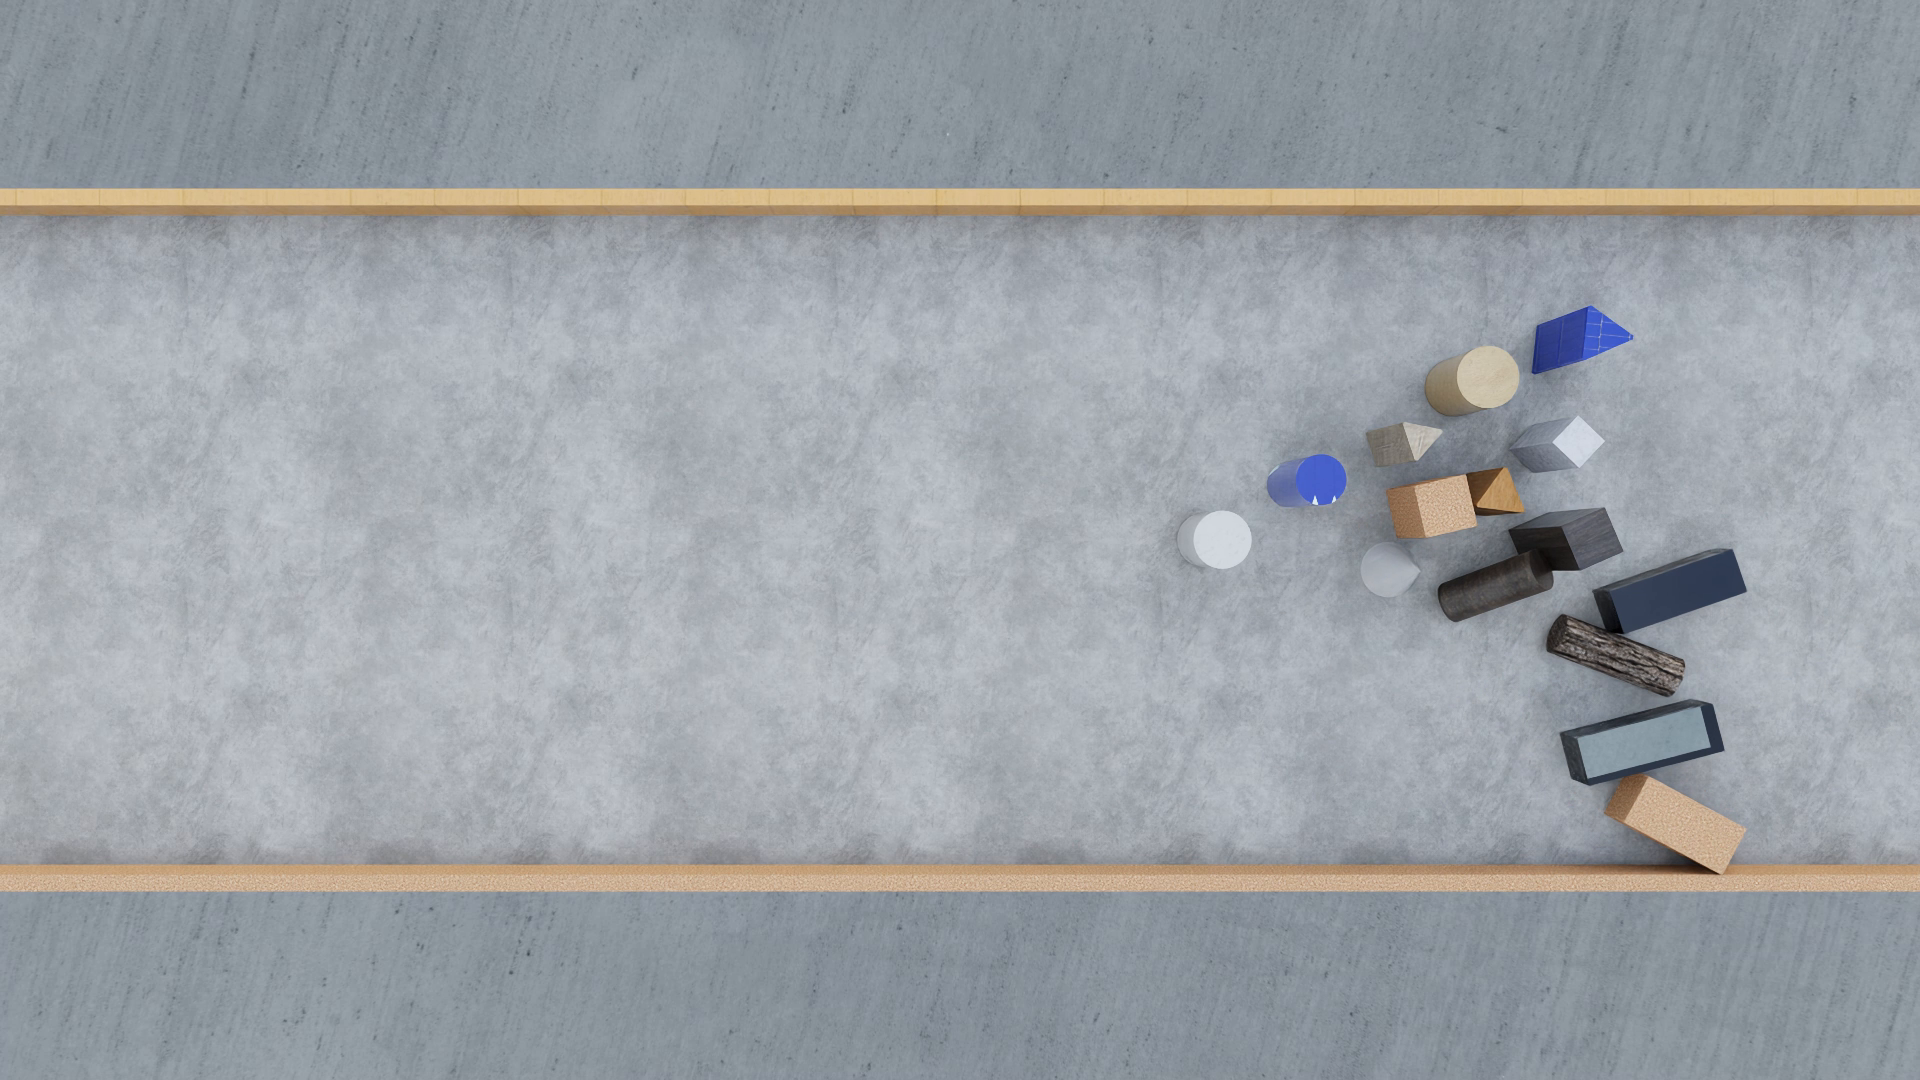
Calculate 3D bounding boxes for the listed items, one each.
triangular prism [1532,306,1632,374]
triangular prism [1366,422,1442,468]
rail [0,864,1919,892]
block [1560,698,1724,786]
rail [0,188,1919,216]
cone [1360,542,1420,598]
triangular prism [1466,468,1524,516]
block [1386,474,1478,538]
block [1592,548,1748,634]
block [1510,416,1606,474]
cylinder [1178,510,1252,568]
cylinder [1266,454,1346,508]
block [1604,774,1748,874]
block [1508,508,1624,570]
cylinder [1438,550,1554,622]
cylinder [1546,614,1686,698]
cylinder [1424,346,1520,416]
[{"bbox_3d":[1.806,-0.602,4.869,0.153,0.415,0.133,-24,90,0],"label":"triangular prism"},{"bbox_3d":[1.287,-0.298,4.863,0.098,0.427,0.113,41,90,0],"label":"triangular prism"},{"bbox_3d":[-2.247,1.025,5.001,12.000,0.150,0.050,0,90,0],"label":"rail"},{"bbox_3d":[2.066,0.612,5.003,0.419,0.147,0.147,-14,90,0],"label":"block"},{"bbox_3d":[-2.247,-1.025,5.002,12.000,0.150,0.050,0,90,0],"label":"rail"},{"bbox_3d":[1.319,0.091,4.900,0.172,0.353,0.172,0,90,0],"label":"cone"},{"bbox_3d":[1.564,-0.148,4.921,0.140,0.308,0.122,7,89,-2],"label":"triangular prism"},{"bbox_3d":[1.402,-0.098,4.918,0.153,0.318,0.153,-13,90,0],"label":"block"},{"bbox_3d":[2.152,0.155,5.008,0.391,0.136,0.136,-19,90,0],"label":"block"},{"bbox_3d":[1.764,-0.280,4.889,0.106,0.375,0.106,44,90,0],"label":"block"},{"bbox_3d":[0.752,-0.001,4.899,0.167,0.355,0.167,0,90,0],"label":"cylinder"},{"bbox_3d":[1.016,-0.170,4.857,0.143,0.439,0.143,0,90,0],"label":"cylinder"},{"bbox_3d":[2.165,0.852,4.998,0.333,0.157,0.157,28,90,0],"label":"block"},{"bbox_3d":[1.784,0.001,4.873,0.137,0.400,0.137,-23,90,-3],"label":"block"},{"bbox_3d":[1.597,0.139,4.925,0.312,0.126,0.126,-27,90,42],"label":"cylinder"},{"bbox_3d":[1.992,0.351,5.014,0.380,0.126,0.126,21,90,0],"label":"cylinder"},{"bbox_3d":[1.520,-0.469,4.912,0.180,0.329,0.180,0,90,0],"label":"cylinder"}]
